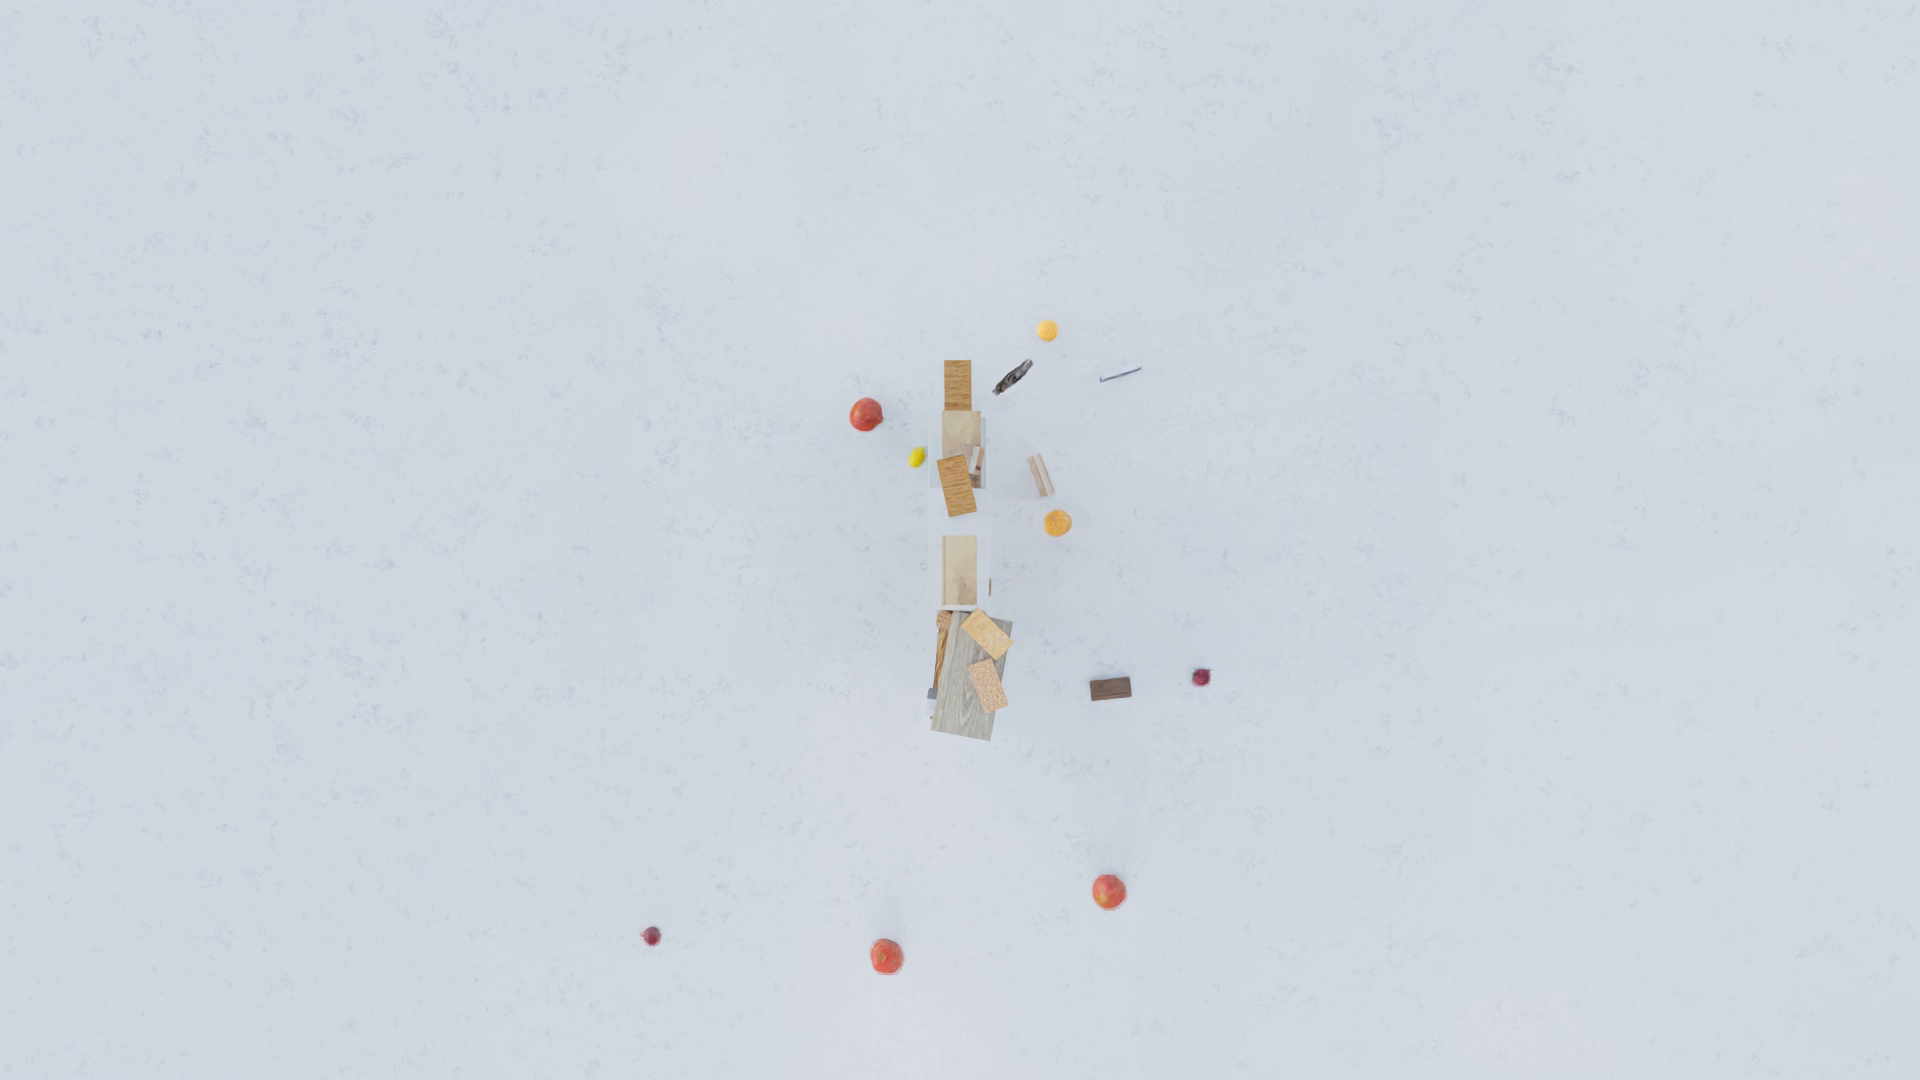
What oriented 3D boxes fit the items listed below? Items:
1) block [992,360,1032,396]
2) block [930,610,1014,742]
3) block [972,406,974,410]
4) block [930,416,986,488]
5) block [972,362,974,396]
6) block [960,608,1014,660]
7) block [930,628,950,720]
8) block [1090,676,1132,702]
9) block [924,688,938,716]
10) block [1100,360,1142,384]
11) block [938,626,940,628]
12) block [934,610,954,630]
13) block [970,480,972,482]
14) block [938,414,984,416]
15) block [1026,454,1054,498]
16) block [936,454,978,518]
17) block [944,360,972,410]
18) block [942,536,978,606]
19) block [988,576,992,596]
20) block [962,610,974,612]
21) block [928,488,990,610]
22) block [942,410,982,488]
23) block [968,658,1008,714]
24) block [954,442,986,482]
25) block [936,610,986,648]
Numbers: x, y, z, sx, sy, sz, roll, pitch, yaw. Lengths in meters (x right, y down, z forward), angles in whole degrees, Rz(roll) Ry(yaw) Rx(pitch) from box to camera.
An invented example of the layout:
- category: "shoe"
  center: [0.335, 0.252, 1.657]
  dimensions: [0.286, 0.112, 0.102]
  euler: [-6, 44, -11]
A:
- category: "block"
  center: [0.159, -0.491, 4.991]
  dimensions: [0.022, 0.155, 0.077]
  euler: [44, 64, -9]
- category: "block"
  center: [0.032, 0.364, 4.437]
  dimensions: [0.163, 0.046, 0.327]
  euler: [11, 90, 0]
- category: "block"
  center: [-0.003, -0.392, 5.074]
  dimensions: [0.086, 0.172, 0.024]
  euler: [0, 90, 0]
- category: "block"
  center: [-0.006, -0.194, 4.810]
  dimensions: [0.163, 0.046, 0.327]
  euler: [0, 90, 0]
- category: "block"
  center: [-0.004, -0.449, 4.976]
  dimensions: [0.086, 0.024, 0.172]
  euler: [1, 90, 0]
- category: "block"
  center: [0.073, 0.250, 4.404]
  dimensions: [0.135, 0.019, 0.068]
  euler: [45, 90, 0]
- category: "block"
  center: [0.004, 0.375, 4.809]
  dimensions: [0.154, 0.044, 0.308]
  euler: [6, 90, 0]
- category: "block"
  center: [0.501, 0.495, 5.490]
  dimensions: [0.135, 0.019, 0.067]
  euler: [-6, 90, 0]
- category: "block"
  center: [-0.011, 0.459, 4.623]
  dimensions: [0.163, 0.327, 0.046]
  euler: [5, 90, 0]
- category: "block"
  center: [0.533, -0.556, 5.464]
  dimensions: [0.141, 0.071, 0.020]
  euler: [-18, 85, 0]
- category: "block"
  center: [0.011, 0.270, 4.984]
  dimensions: [0.154, 0.308, 0.044]
  euler: [-1, 90, 0]
- category: "block"
  center: [0.016, 0.238, 4.623]
  dimensions: [0.163, 0.327, 0.046]
  euler: [21, 90, 0]
- category: "block"
  center: [-0.005, -0.171, 4.471]
  dimensions: [0.071, 0.141, 0.020]
  euler: [3, 110, 0]
- category: "block"
  center: [0.003, -0.245, 5.181]
  dimensions: [0.149, 0.042, 0.298]
  euler: [0, 90, 0]
- category: "block"
  center: [0.268, -0.214, 5.464]
  dimensions: [0.020, 0.071, 0.141]
  euler: [-21, 90, 29]
- category: "block"
  center: [-0.008, -0.145, 4.392]
  dimensions: [0.077, 0.022, 0.155]
  euler: [-13, 97, 2]
- category: "block"
  center: [-0.006, -0.443, 4.794]
  dimensions: [0.079, 0.022, 0.158]
  euler: [0, 90, 0]
- category: "block"
  center: [-0.001, 0.078, 4.221]
  dimensions: [0.090, 0.025, 0.179]
  euler: [0, 90, 0]
- category: "block"
  center: [0.003, 0.129, 4.658]
  dimensions: [0.163, 0.396, 0.046]
  euler: [1, 90, 0]
- category: "block"
  center: [0.001, 0.097, 4.873]
  dimensions: [0.124, 0.035, 0.247]
  euler: [-1, 90, 0]
- category: "block"
  center: [-0.003, 0.025, 4.437]
  dimensions: [0.163, 0.046, 0.327]
  euler: [1, 90, 0]
- category: "block"
  center: [0.004, -0.248, 4.557]
  dimensions: [0.108, 0.030, 0.215]
  euler: [0, 90, 0]
- category: "block"
  center: [0.076, 0.389, 4.404]
  dimensions: [0.068, 0.019, 0.135]
  euler: [-20, 90, 0]
- category: "block"
  center: [0.022, -0.212, 4.470]
  dimensions: [0.077, 0.155, 0.022]
  euler: [13, 122, 0]
- category: "block"
  center: [0.004, 0.234, 5.161]
  dimensions: [0.158, 0.045, 0.317]
  euler: [-1, 90, 0]
